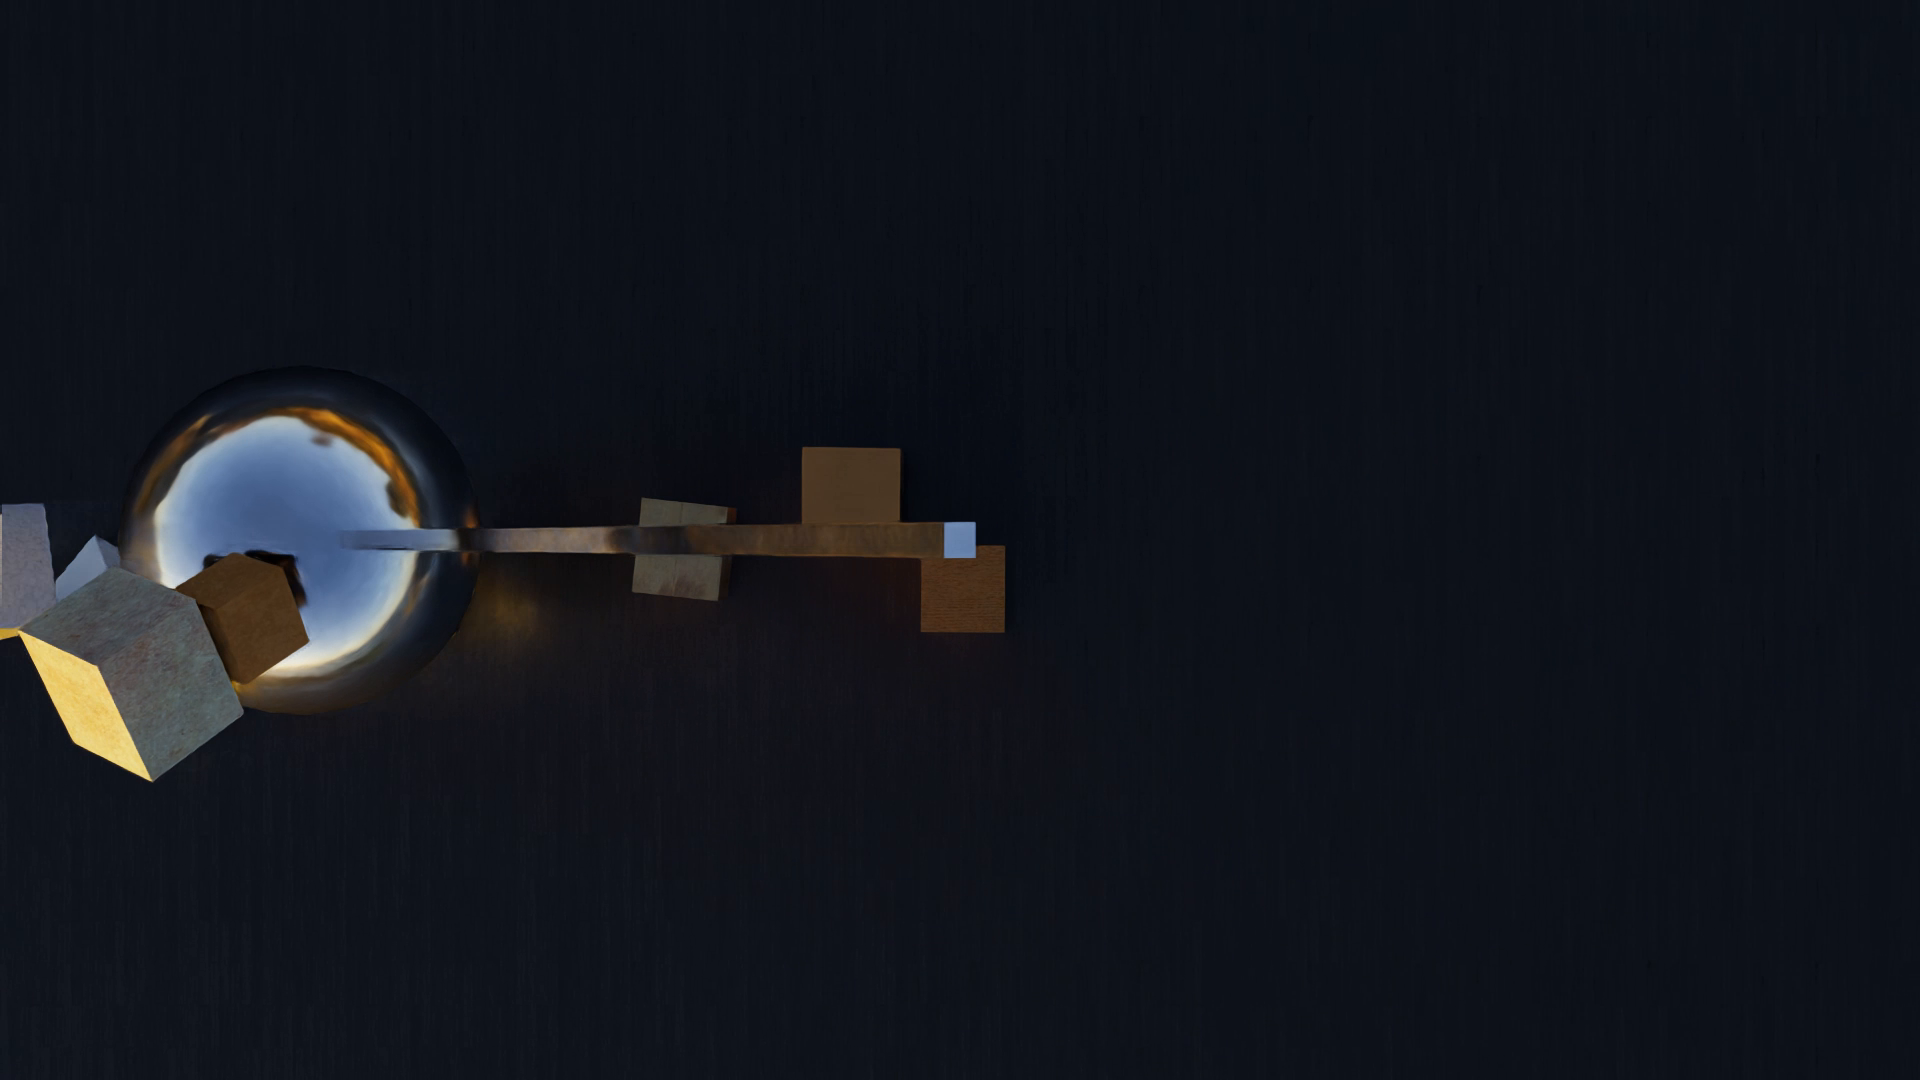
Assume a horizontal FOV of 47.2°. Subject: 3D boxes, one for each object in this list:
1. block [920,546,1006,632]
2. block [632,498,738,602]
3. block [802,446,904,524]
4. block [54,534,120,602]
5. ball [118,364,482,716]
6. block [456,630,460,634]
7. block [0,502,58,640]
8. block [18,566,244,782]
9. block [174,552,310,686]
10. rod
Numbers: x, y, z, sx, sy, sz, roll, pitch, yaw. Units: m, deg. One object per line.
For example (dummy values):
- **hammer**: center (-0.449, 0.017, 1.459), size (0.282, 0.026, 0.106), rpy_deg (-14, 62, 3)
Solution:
- **block**: center (0.018, 0.279, 12.771), size (0.479, 0.457, 0.496), rpy_deg (0, 90, 0)
- **block**: center (-1.588, 0.053, 12.732), size (0.491, 0.536, 0.537), rpy_deg (6, 90, 0)
- **block**: center (-0.617, -0.253, 12.721), size (0.557, 0.558, 0.540), rpy_deg (1, 90, 0)
- **block**: center (-4.828, 0.489, 12.568), size (0.641, 0.565, 0.653), rpy_deg (-50, 128, 1)
- **ball**: center (-3.001, 0.000, 10.067), size (1.600, 1.600, 1.600), rpy_deg (0, 90, 0)
- **block**: center (-3.384, 0.455, 12.689), size (0.650, 0.622, 0.584), rpy_deg (-31, 90, 0)
- **block**: center (-4.430, 0.166, 9.726), size (0.614, 0.539, 0.545), rpy_deg (-12, 85, 37)
- **block**: center (-3.347, 0.535, 8.900), size (0.546, 0.471, 0.593), rpy_deg (17, 133, 34)
- **block**: center (-2.969, 0.320, 9.057), size (0.329, 0.341, 0.367), rpy_deg (14, 128, 34)
- **rod**: center (-1.300, 0.000, 7.123), size (0.080, 5.200, 0.080), rpy_deg (0, 90, -30)
